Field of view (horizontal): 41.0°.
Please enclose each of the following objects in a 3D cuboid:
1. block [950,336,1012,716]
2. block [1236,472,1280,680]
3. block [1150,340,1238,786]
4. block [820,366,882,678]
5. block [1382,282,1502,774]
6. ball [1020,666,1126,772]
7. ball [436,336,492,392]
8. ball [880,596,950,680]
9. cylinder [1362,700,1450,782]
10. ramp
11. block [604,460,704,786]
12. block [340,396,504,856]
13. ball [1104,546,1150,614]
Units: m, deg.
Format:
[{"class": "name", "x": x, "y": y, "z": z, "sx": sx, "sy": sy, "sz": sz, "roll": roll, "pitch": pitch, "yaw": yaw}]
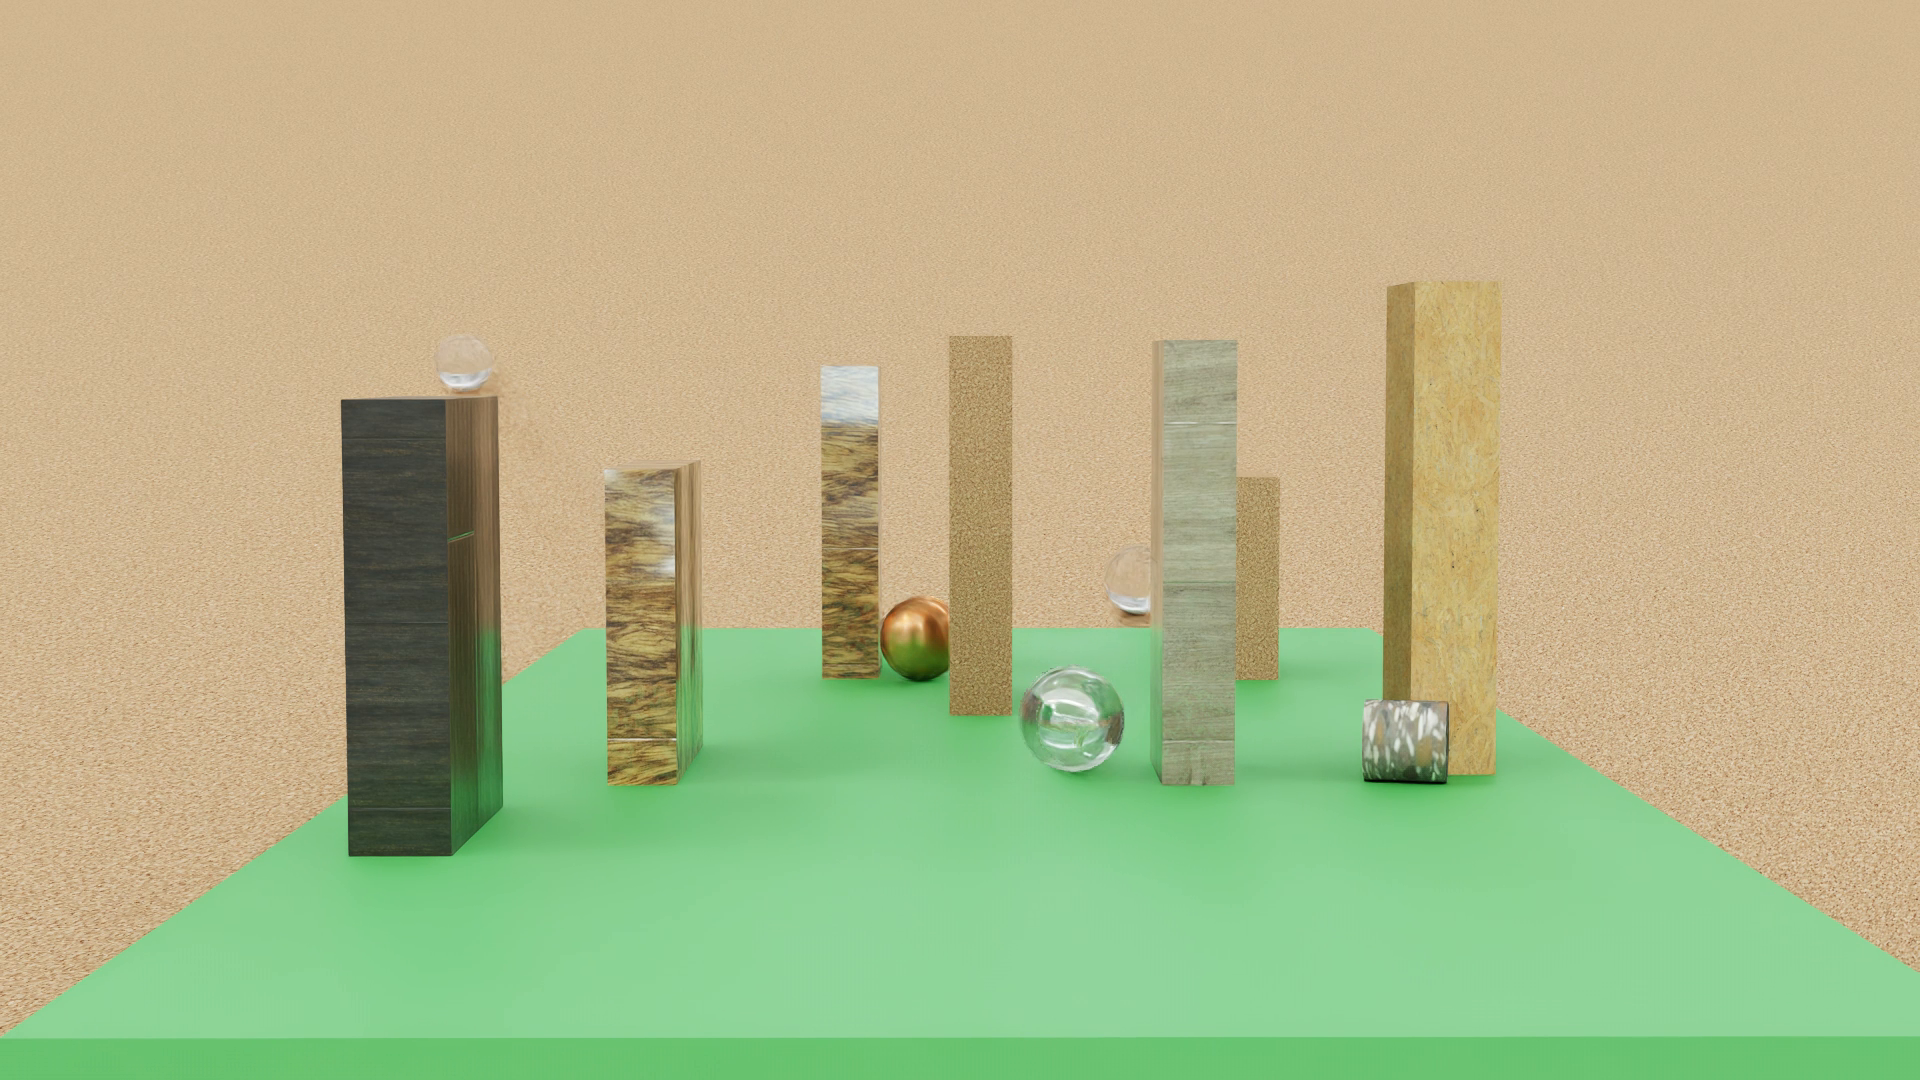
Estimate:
[{"class": "block", "x": 0.039, "y": -0.040, "z": 5.080, "sx": 0.119, "sy": 0.721, "sz": 0.427, "roll": 0, "pitch": 4, "yaw": 0}, {"class": "block", "x": 0.623, "y": 0.072, "z": 5.585, "sx": 0.104, "sy": 0.431, "sz": 0.312, "roll": 0, "pitch": 4, "yaw": 0}, {"class": "block", "x": 0.377, "y": 0.029, "z": 4.172, "sx": 0.115, "sy": 0.705, "sz": 0.251, "roll": 0, "pitch": 4, "yaw": 0}, {"class": "block", "x": -0.234, "y": -0.044, "z": 5.568, "sx": 0.120, "sy": 0.666, "sz": 0.248, "roll": 0, "pitch": 4, "yaw": 0}, {"class": "block", "x": 0.801, "y": -0.026, "z": 4.285, "sx": 0.139, "sy": 0.799, "sz": 0.273, "roll": 0, "pitch": 4, "yaw": 0}, {"class": "ball", "x": 0.185, "y": 0.294, "z": 4.207, "sx": 0.172, "sy": 0.172, "sz": 0.172, "roll": 0, "pitch": 19, "yaw": 0}, {"class": "ball", "x": -1.726, "y": -0.615, "z": 8.931, "sx": 0.194, "sy": 0.194, "sz": 0.194, "roll": 0, "pitch": 19, "yaw": 0}, {"class": "ball", "x": -0.082, "y": 0.209, "z": 5.442, "sx": 0.177, "sy": 0.177, "sz": 0.177, "roll": 0, "pitch": 19, "yaw": 0}, {"class": "cylinder", "x": 0.714, "y": 0.321, "z": 4.109, "sx": 0.130, "sy": 0.130, "sz": 0.130, "roll": 1, "pitch": 19, "yaw": 13}, {"class": "ramp", "x": 0.045, "y": 0.408, "z": 4.537, "sx": 2.000, "sy": 0.100, "sz": 4.000, "roll": 0, "pitch": 4, "yaw": 0}, {"class": "block", "x": -0.505, "y": 0.125, "z": 4.272, "sx": 0.110, "sy": 0.502, "sz": 0.430, "roll": 0, "pitch": 4, "yaw": 0}, {"class": "block", "x": -0.760, "y": 0.107, "z": 3.660, "sx": 0.140, "sy": 0.619, "sz": 0.399, "roll": 0, "pitch": 4, "yaw": 0}, {"class": "ball", "x": 0.478, "y": 0.108, "z": 6.881, "sx": 0.181, "sy": 0.181, "sz": 0.181, "roll": 0, "pitch": 19, "yaw": 0}]
